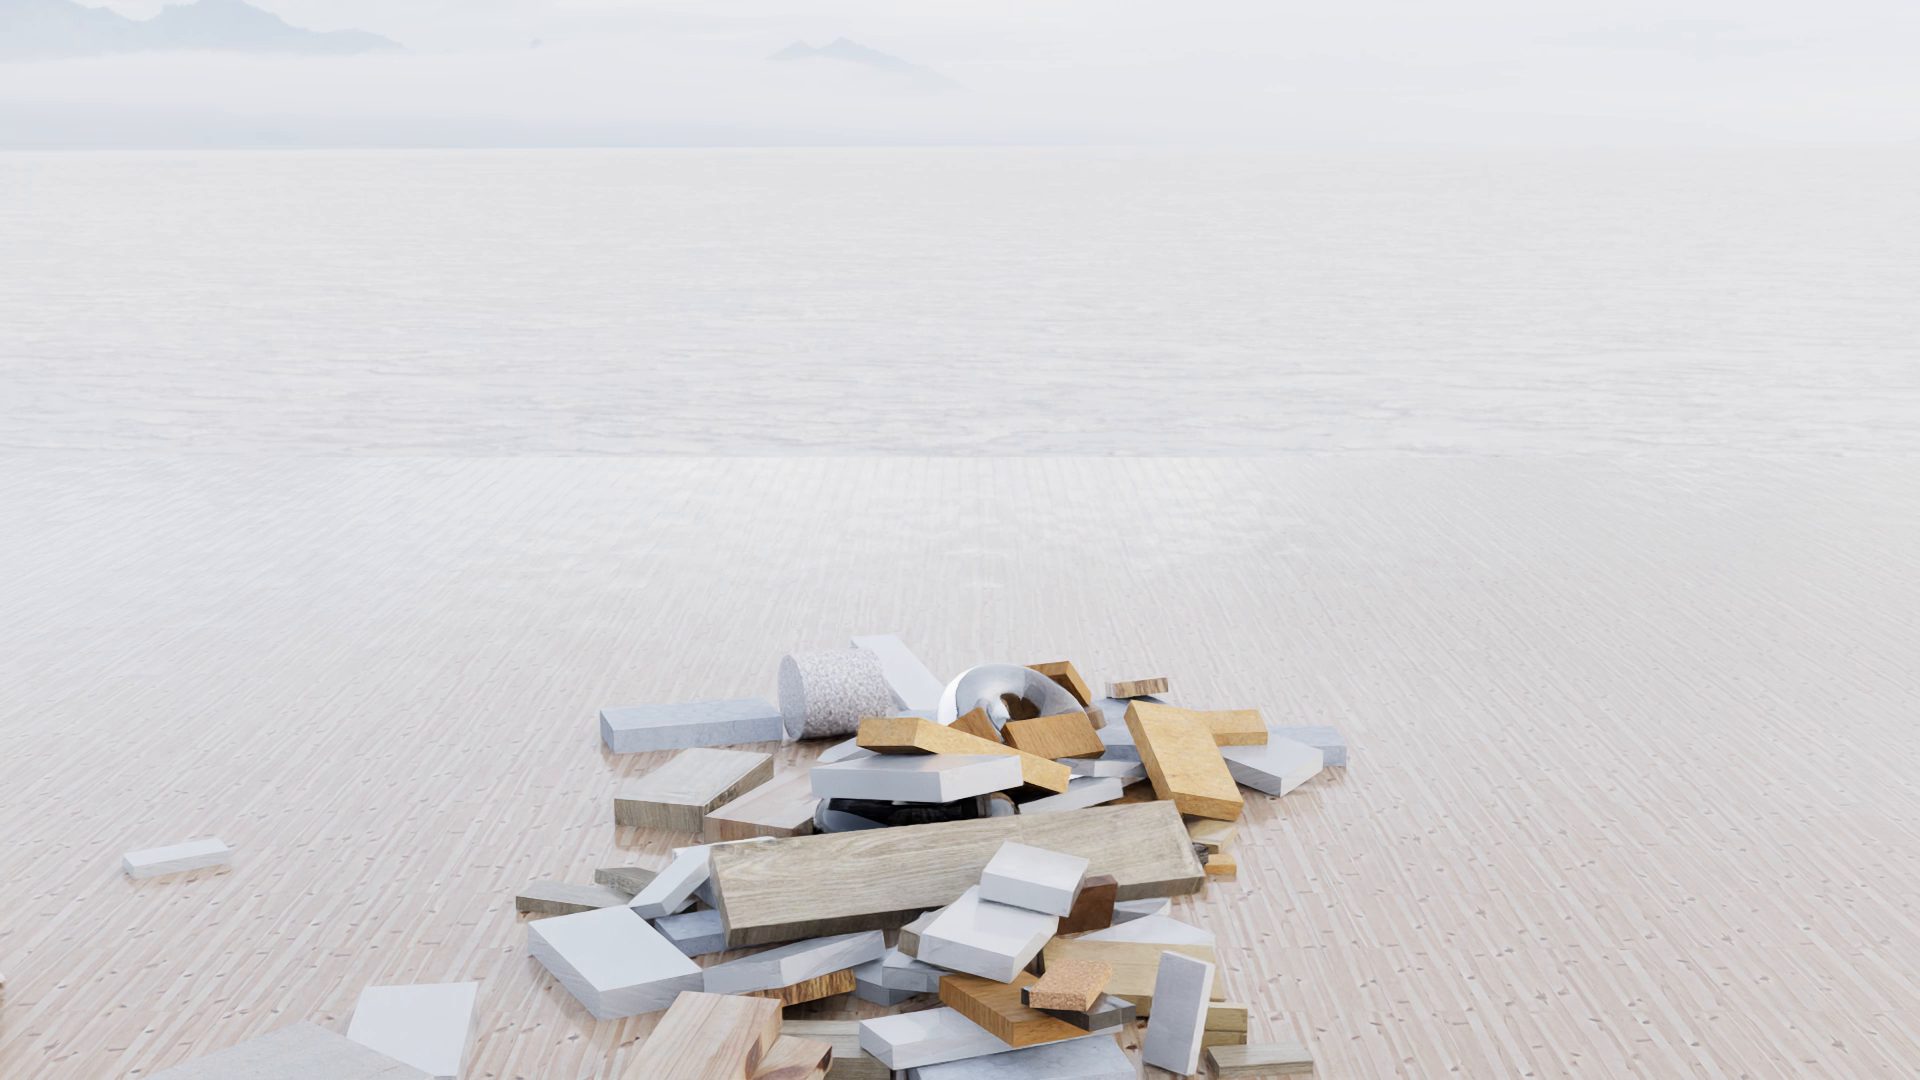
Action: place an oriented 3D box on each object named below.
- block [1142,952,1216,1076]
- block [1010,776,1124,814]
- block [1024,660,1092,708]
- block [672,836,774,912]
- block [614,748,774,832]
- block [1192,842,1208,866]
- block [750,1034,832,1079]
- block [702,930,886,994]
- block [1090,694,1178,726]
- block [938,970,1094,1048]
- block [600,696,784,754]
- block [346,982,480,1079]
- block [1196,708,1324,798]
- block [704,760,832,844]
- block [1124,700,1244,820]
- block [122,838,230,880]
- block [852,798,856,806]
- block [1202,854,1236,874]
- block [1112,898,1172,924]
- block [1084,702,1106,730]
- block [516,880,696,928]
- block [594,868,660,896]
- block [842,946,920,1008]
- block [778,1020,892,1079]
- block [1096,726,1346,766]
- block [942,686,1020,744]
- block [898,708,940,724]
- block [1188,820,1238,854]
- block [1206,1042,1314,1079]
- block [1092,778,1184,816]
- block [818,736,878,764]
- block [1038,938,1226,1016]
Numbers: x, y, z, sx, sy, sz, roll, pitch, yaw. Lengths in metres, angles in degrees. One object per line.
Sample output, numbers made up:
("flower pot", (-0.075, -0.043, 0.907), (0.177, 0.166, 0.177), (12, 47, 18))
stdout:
("block", (0.296, 0.641, 2.982), (0.075, 0.150, 0.021), (9, -2, 41))
("block", (0.164, 0.479, 4.043), (0.243, 0.034, 0.121), (-11, 3, -25))
("block", (0.140, 0.302, 4.445), (0.226, 0.113, 0.032), (-8, 47, 28))
("block", (-0.341, 0.553, 3.615), (0.176, 0.050, 0.352), (-5, 5, -22))
("block", (-0.500, 0.471, 4.173), (0.177, 0.050, 0.354), (3, 11, 16))
("block", (0.319, 0.533, 3.795), (0.201, 0.028, 0.100), (15, 27, 43))
("block", (-0.261, 0.711, 2.830), (0.114, 0.032, 0.228), (6, 20, 19))
("block", (-0.238, 0.616, 3.208), (0.136, 0.039, 0.272), (-13, -6, 29))
("block", (0.314, 0.379, 4.700), (0.277, 0.039, 0.139), (-5, 12, -27))
("block", (0.073, 0.628, 2.972), (0.117, 0.033, 0.234), (-4, 6, -25))
("block", (-0.566, 0.387, 4.623), (0.354, 0.050, 0.177), (-3, 11, -18))
("block", (-0.753, 0.690, 3.006), (0.161, 0.046, 0.322), (-1, 11, -7))
("block", (0.548, 0.416, 4.333), (0.297, 0.042, 0.148), (18, 28, 38))
("block", (-0.295, 0.491, 4.065), (0.177, 0.050, 0.393), (5, 11, 24))
("block", (0.419, 0.413, 4.149), (0.148, 0.042, 0.297), (11, 27, -18))
("block", (-1.358, 0.552, 3.813), (0.162, 0.023, 0.081), (-7, 13, -33))
("block", (-0.102, 0.457, 4.063), (0.175, 0.088, 0.025), (6, 35, -24))
("block", (0.417, 0.559, 3.792), (0.112, 0.016, 0.056), (0, 11, -2))
("block", (0.247, 0.595, 3.575), (0.172, 0.024, 0.086), (5, 12, 24))
("block", (0.141, 0.389, 4.427), (0.277, 0.039, 0.139), (-20, 16, -13))
("block", (-0.577, 0.595, 3.582), (0.288, 0.023, 0.081), (4, 11, 20))
("block", (-0.528, 0.567, 3.646), (0.081, 0.023, 0.162), (4, -1, -40))
("block", (-0.078, 0.644, 3.300), (0.103, 0.029, 0.206), (8, 13, 38))
("block", (-0.212, 0.696, 3.002), (0.243, 0.034, 0.121), (0, 11, 2))
("block", (0.468, 0.418, 4.480), (0.613, 0.042, 0.148), (0, 11, 1))
("block", (0.017, 0.391, 4.346), (0.139, 0.039, 0.277), (2, 33, 16))
("block", (-0.065, 0.414, 4.256), (0.122, 0.034, 0.243), (-4, 32, 6))
("block", (0.448, 0.531, 3.934), (0.066, 0.019, 0.132), (4, 11, 22))
("block", (0.408, 0.707, 2.989), (0.131, 0.018, 0.065), (-2, 11, -8))
("block", (0.371, 0.487, 4.132), (0.121, 0.034, 0.243), (9, 14, 39))
("block", (-0.200, 0.411, 4.280), (0.189, 0.027, 0.095), (-25, 12, 27))
("block", (0.247, 0.636, 3.189), (0.255, 0.036, 0.127), (3, 25, -4))
